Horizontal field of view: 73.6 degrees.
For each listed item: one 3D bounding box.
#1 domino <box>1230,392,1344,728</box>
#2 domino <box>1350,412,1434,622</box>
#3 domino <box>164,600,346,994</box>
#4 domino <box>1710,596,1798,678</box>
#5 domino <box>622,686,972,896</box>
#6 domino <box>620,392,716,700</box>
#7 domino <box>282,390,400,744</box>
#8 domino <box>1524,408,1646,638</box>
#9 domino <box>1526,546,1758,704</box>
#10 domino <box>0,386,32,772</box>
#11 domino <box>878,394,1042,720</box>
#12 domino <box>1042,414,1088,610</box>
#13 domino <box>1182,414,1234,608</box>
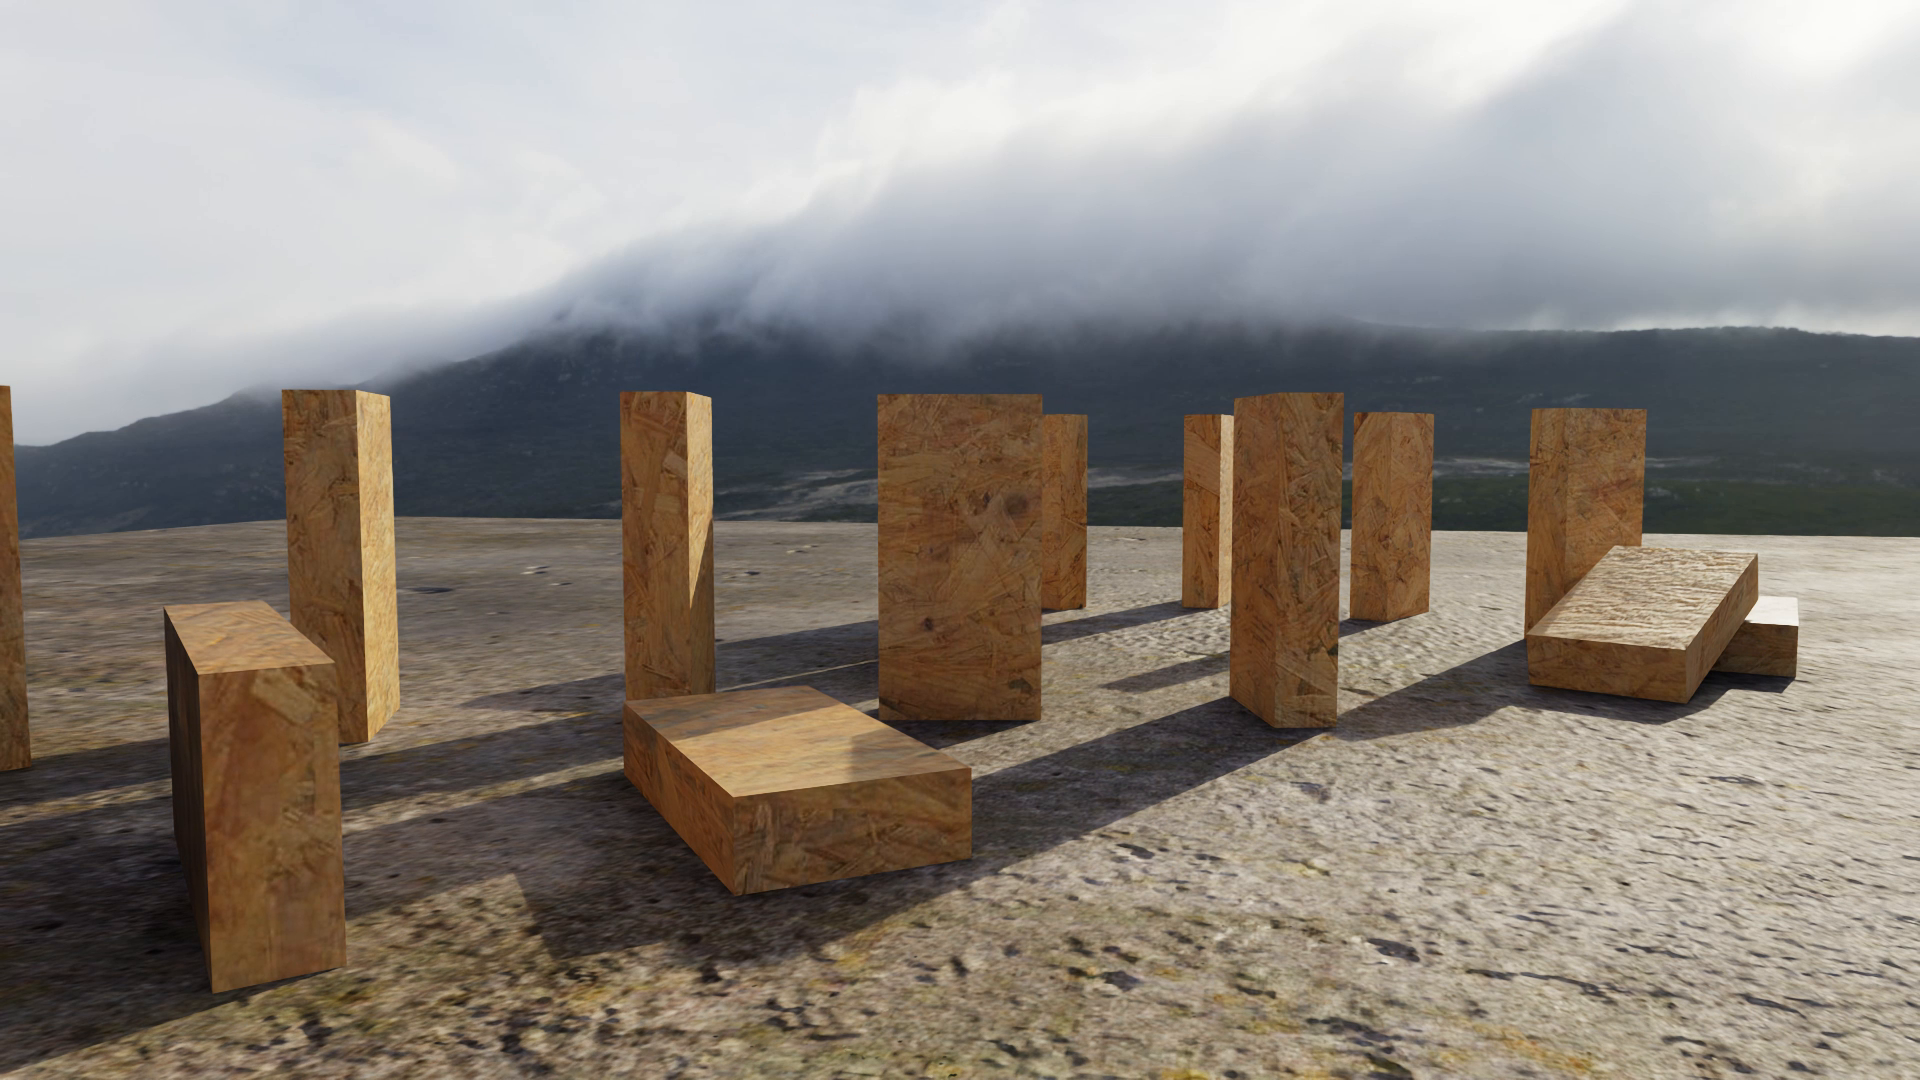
[{"bbox_3d":[0.051,0.002,0.203,0.009,0.050,0.025,0,4,-3],"label":"domino"},{"bbox_3d":[0.107,-0.006,0.318,0.009,0.050,0.025,4,6,42],"label":"domino"},{"bbox_3d":[-0.068,0.021,0.122,0.010,0.025,0.050,-3,5,-34],"label":"domino"},{"bbox_3d":[0.156,0.018,0.261,0.025,0.010,0.050,3,5,33],"label":"domino"},{"bbox_3d":[-0.021,0.027,0.148,0.025,0.009,0.050,-2,5,-26],"label":"domino"},{"bbox_3d":[-0.045,0.003,0.199,0.010,0.050,0.025,0,4,-3],"label":"domino"},{"bbox_3d":[-0.092,0.003,0.192,0.009,0.050,0.025,-1,4,-14],"label":"domino"},{"bbox_3d":[0.137,-0.003,0.280,0.025,0.050,0.009,-2,5,-27],"label":"domino"},{"bbox_3d":[0.126,0.014,0.235,0.025,0.009,0.050,4,21,43],"label":"domino"},{"bbox_3d":[-0.135,0.005,0.172,0.025,0.050,0.009,4,6,42],"label":"domino"},{"bbox_3d":[0.000,0.002,0.201,0.025,0.050,0.009,0,4,0],"label":"domino"},{"bbox_3d":[0.021,-0.008,0.339,0.009,0.050,0.025,-4,6,-40],"label":"domino"},{"bbox_3d":[0.067,-0.008,0.343,0.009,0.050,0.025,2,5,21],"label":"domino"}]
